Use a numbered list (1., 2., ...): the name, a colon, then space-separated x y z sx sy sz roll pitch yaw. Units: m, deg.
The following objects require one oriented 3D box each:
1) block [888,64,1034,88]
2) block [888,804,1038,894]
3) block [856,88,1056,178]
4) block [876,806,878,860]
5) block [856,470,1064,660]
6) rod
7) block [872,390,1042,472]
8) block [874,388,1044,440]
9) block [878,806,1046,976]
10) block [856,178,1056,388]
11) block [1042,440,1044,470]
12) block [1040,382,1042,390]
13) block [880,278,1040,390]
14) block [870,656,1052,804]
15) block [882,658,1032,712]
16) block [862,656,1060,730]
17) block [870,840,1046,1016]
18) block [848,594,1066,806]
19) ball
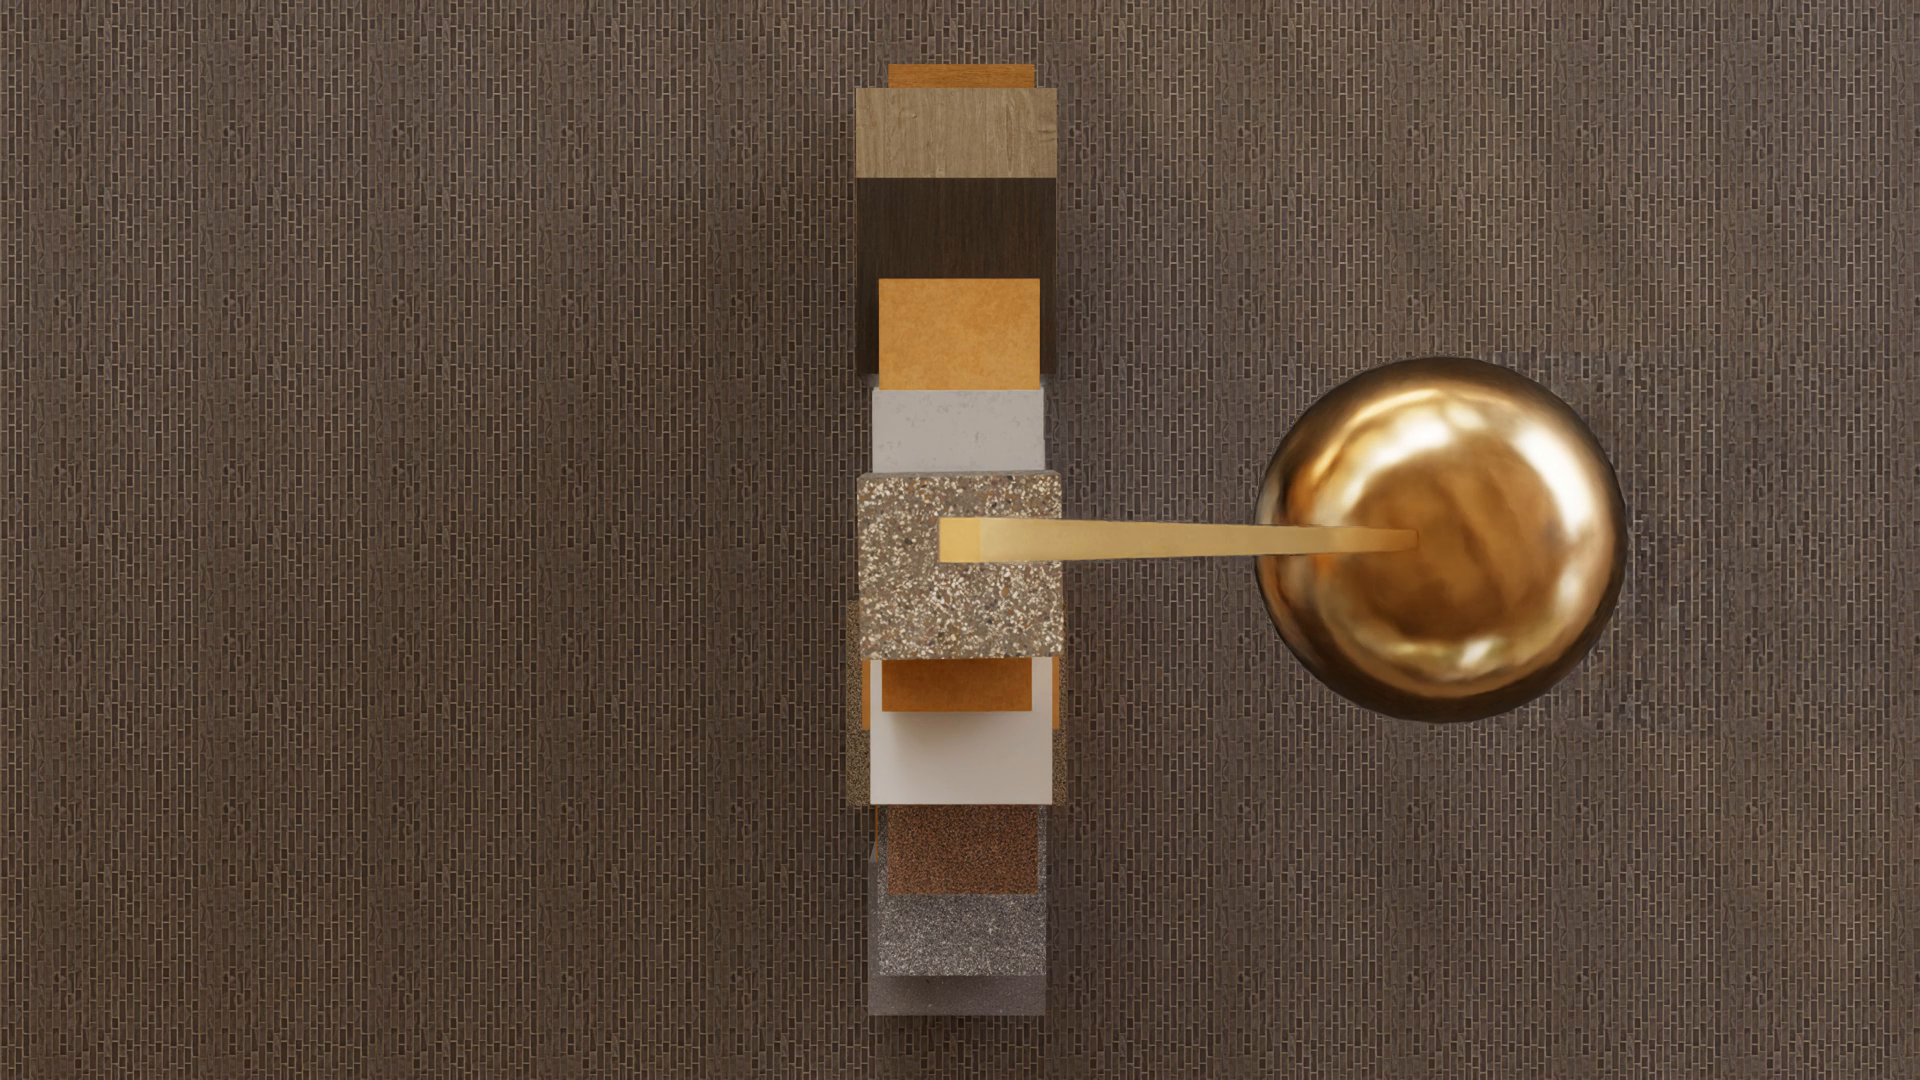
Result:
1. block: 0.008 -2.226 12.568 0.805 0.863 0.800 0 90 0
2. block: 0.014 1.257 10.582 0.693 0.806 0.764 0 90 0
3. block: -0.018 -1.748 11.466 0.997 1.122 0.987 0 90 0
4. block: 0.001 1.285 12.570 0.931 0.861 0.968 0 90 0
5. block: 0.002 0.080 8.274 0.735 0.685 0.658 -1 93 0
6. rod: 0.899 0.000 6.376 0.080 5.200 0.080 0 90 20
7. block: -0.010 -0.308 8.904 0.664 0.617 0.590 0 93 0
8. block: -0.008 -0.457 12.502 0.929 0.997 0.905 0 90 0
9. block: 0.010 1.796 11.758 0.872 0.764 0.904 0 91 0
10. block: -0.017 -1.193 10.395 0.898 1.021 0.881 0 91 0
11. block: 0.009 -0.108 11.603 0.846 0.800 0.799 0 90 0
12. block: 0.005 -0.377 10.723 0.753 0.799 0.733 0 91 0
13. block: -0.003 -0.768 9.546 0.671 0.687 0.657 0 91 0
14. block: 0.005 0.704 9.651 0.762 0.830 0.811 0 90 0
15. block: -0.013 0.335 8.933 0.590 0.596 0.670 0 91 0
16. block: 0.003 0.430 10.525 0.902 0.919 0.870 0 90 0
17. block: -0.016 2.203 12.574 0.973 0.853 0.847 0 90 0
18. block: -0.017 0.815 11.562 1.095 1.154 1.026 0 90 0
19. ball: 2.074 0.000 9.567 1.600 1.600 1.600 0 90 0
